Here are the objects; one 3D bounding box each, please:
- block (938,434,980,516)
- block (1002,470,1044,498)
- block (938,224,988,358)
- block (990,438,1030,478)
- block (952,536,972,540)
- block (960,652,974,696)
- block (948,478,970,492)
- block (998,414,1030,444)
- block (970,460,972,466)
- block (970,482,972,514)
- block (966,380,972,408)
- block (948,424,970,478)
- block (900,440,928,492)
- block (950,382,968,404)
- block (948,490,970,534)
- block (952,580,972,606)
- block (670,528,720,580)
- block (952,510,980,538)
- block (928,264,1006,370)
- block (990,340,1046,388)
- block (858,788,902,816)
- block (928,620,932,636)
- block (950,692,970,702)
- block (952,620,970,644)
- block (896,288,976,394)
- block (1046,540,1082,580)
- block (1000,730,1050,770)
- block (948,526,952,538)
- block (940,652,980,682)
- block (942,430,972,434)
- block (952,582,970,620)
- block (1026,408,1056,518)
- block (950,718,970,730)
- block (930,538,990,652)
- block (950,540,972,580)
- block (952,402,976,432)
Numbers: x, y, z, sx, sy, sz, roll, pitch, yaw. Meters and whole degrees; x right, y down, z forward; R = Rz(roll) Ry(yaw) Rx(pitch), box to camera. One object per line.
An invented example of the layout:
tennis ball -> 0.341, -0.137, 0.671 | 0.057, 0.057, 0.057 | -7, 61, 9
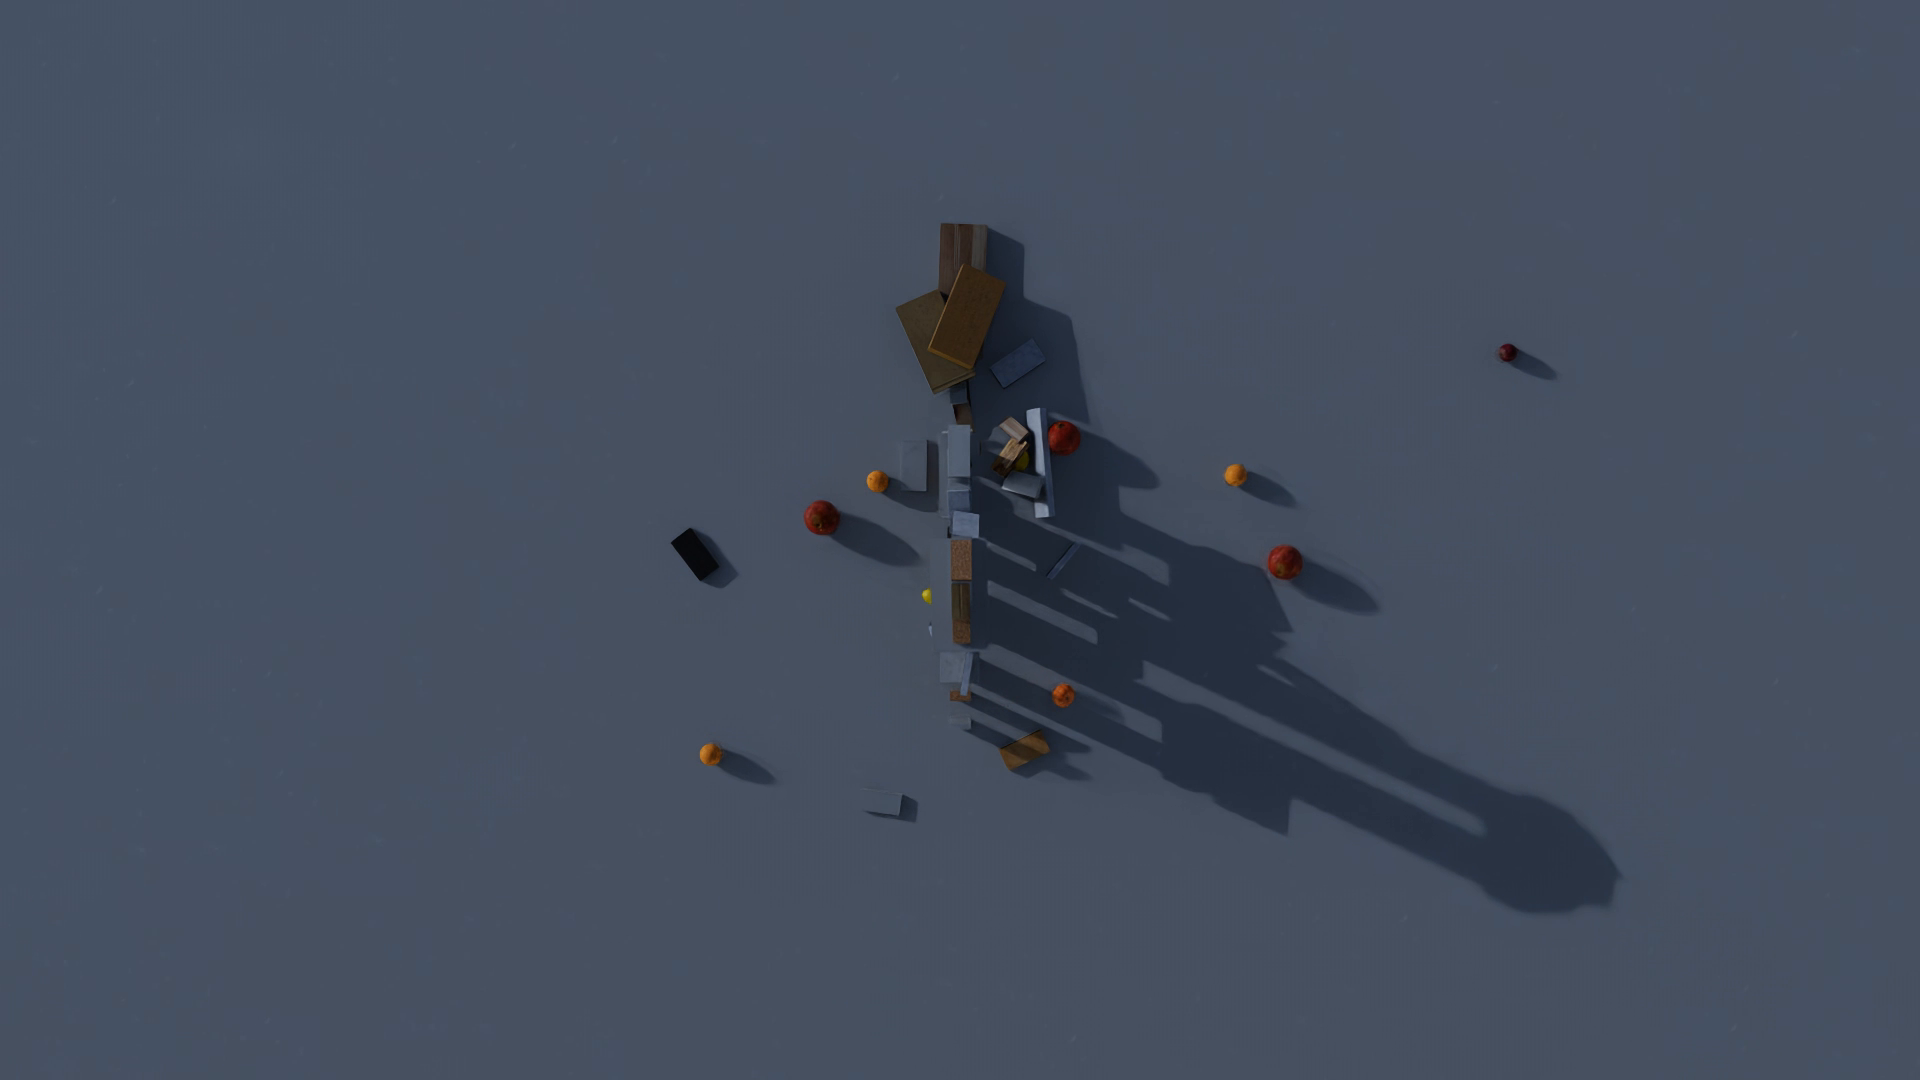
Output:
block -> -0.001, -0.206, 5.223 | 0.129, 0.037, 0.258 | -1, 90, 0
block -> 0.208, -0.186, 5.453 | 0.138, 0.020, 0.069 | 17, 90, 35
block -> 0.006, -0.828, 5.478 | 0.155, 0.044, 0.436 | 2, 90, 0
block -> 0.166, -0.278, 5.469 | 0.069, 0.020, 0.138 | 36, 90, 43
block -> 0.005, 0.048, 4.826 | 0.060, 0.017, 0.120 | 0, 90, 0
block -> 0.023, 0.408, 5.177 | 0.022, 0.077, 0.154 | 9, 90, 0
block -> -0.004, -0.218, 5.182 | 0.068, 0.019, 0.136 | -2, 78, 0
block -> 0.179, -0.368, 5.470 | 0.050, 0.014, 0.101 | -47, 61, 0
block -> 0.002, -0.275, 5.177 | 0.050, 0.014, 0.101 | -13, 78, -2
block -> 0.003, -0.122, 5.195 | 0.068, 0.019, 0.136 | -2, 90, 0
block -> 0.004, -0.496, 5.492 | 0.055, 0.016, 0.111 | -6, 90, 0
block -> -0.003, -0.277, 5.160 | 0.069, 0.020, 0.166 | 0, 78, 0
block -> -0.153, -0.249, 5.488 | 0.086, 0.024, 0.172 | 1, 90, 0
block -> -0.006, -0.505, 5.467 | 0.055, 0.016, 0.111 | -2, 79, 3
block -> -0.003, -0.090, 5.166 | 0.068, 0.019, 0.136 | -3, 105, 0
block -> 0.005, 0.131, 4.813 | 0.060, 0.017, 0.120 | 0, 102, 0
block -> -0.881, 0.048, 5.489 | 0.081, 0.023, 0.161 | -37, 90, 0
block -> 0.017, -0.039, 5.086 | 0.081, 0.161, 0.023 | 10, 118, -3
block -> 0.023, -0.733, 5.403 | 0.155, 0.044, 0.310 | 23, 79, -10
block -> 0.193, -0.586, 5.488 | 0.172, 0.024, 0.086 | -34, 90, 0
block -> -0.265, 0.872, 5.490 | 0.137, 0.019, 0.068 | 8, 90, 0
block -> -0.007, 0.255, 5.048 | 0.167, 0.334, 0.047 | -17, 90, 0
block -> 0.001, 0.514, 5.432 | 0.068, 0.137, 0.019 | 0, 90, 0
block -> 0.004, 0.250, 4.812 | 0.052, 0.015, 0.104 | -1, 107, 0
block -> -0.080, -0.653, 5.434 | 0.155, 0.044, 0.310 | -24, 90, 0
block -> 0.343, 0.067, 5.462 | 0.022, 0.077, 0.154 | 40, 90, 0
block -> 0.215, 0.700, 5.489 | 0.154, 0.022, 0.077 | -26, 90, 0
block -> 0.000, -0.010, 5.218 | 0.081, 0.347, 0.023 | 0, 98, 0
block -> -0.001, 0.326, 5.233 | 0.125, 0.035, 0.249 | 0, 90, 0
block -> -0.007, -0.340, 5.480 | 0.101, 0.014, 0.050 | -4, 125, 0
block -> 0.002, 0.178, 4.781 | 0.052, 0.015, 0.104 | -2, 94, 0
block -> 0.267, -0.255, 5.456 | 0.024, 0.086, 0.359 | -5, 90, -28
block -> 0.001, 0.605, 5.432 | 0.068, 0.137, 0.019 | 0, 90, 0
block -> -0.001, 0.161, 4.858 | 0.167, 0.047, 0.334 | -1, 90, 0
block -> 0.004, 0.059, 4.789 | 0.060, 0.017, 0.120 | 0, 70, 0
block -> 0.013, -0.406, 5.482 | 0.055, 0.016, 0.111 | -12, 100, 1
